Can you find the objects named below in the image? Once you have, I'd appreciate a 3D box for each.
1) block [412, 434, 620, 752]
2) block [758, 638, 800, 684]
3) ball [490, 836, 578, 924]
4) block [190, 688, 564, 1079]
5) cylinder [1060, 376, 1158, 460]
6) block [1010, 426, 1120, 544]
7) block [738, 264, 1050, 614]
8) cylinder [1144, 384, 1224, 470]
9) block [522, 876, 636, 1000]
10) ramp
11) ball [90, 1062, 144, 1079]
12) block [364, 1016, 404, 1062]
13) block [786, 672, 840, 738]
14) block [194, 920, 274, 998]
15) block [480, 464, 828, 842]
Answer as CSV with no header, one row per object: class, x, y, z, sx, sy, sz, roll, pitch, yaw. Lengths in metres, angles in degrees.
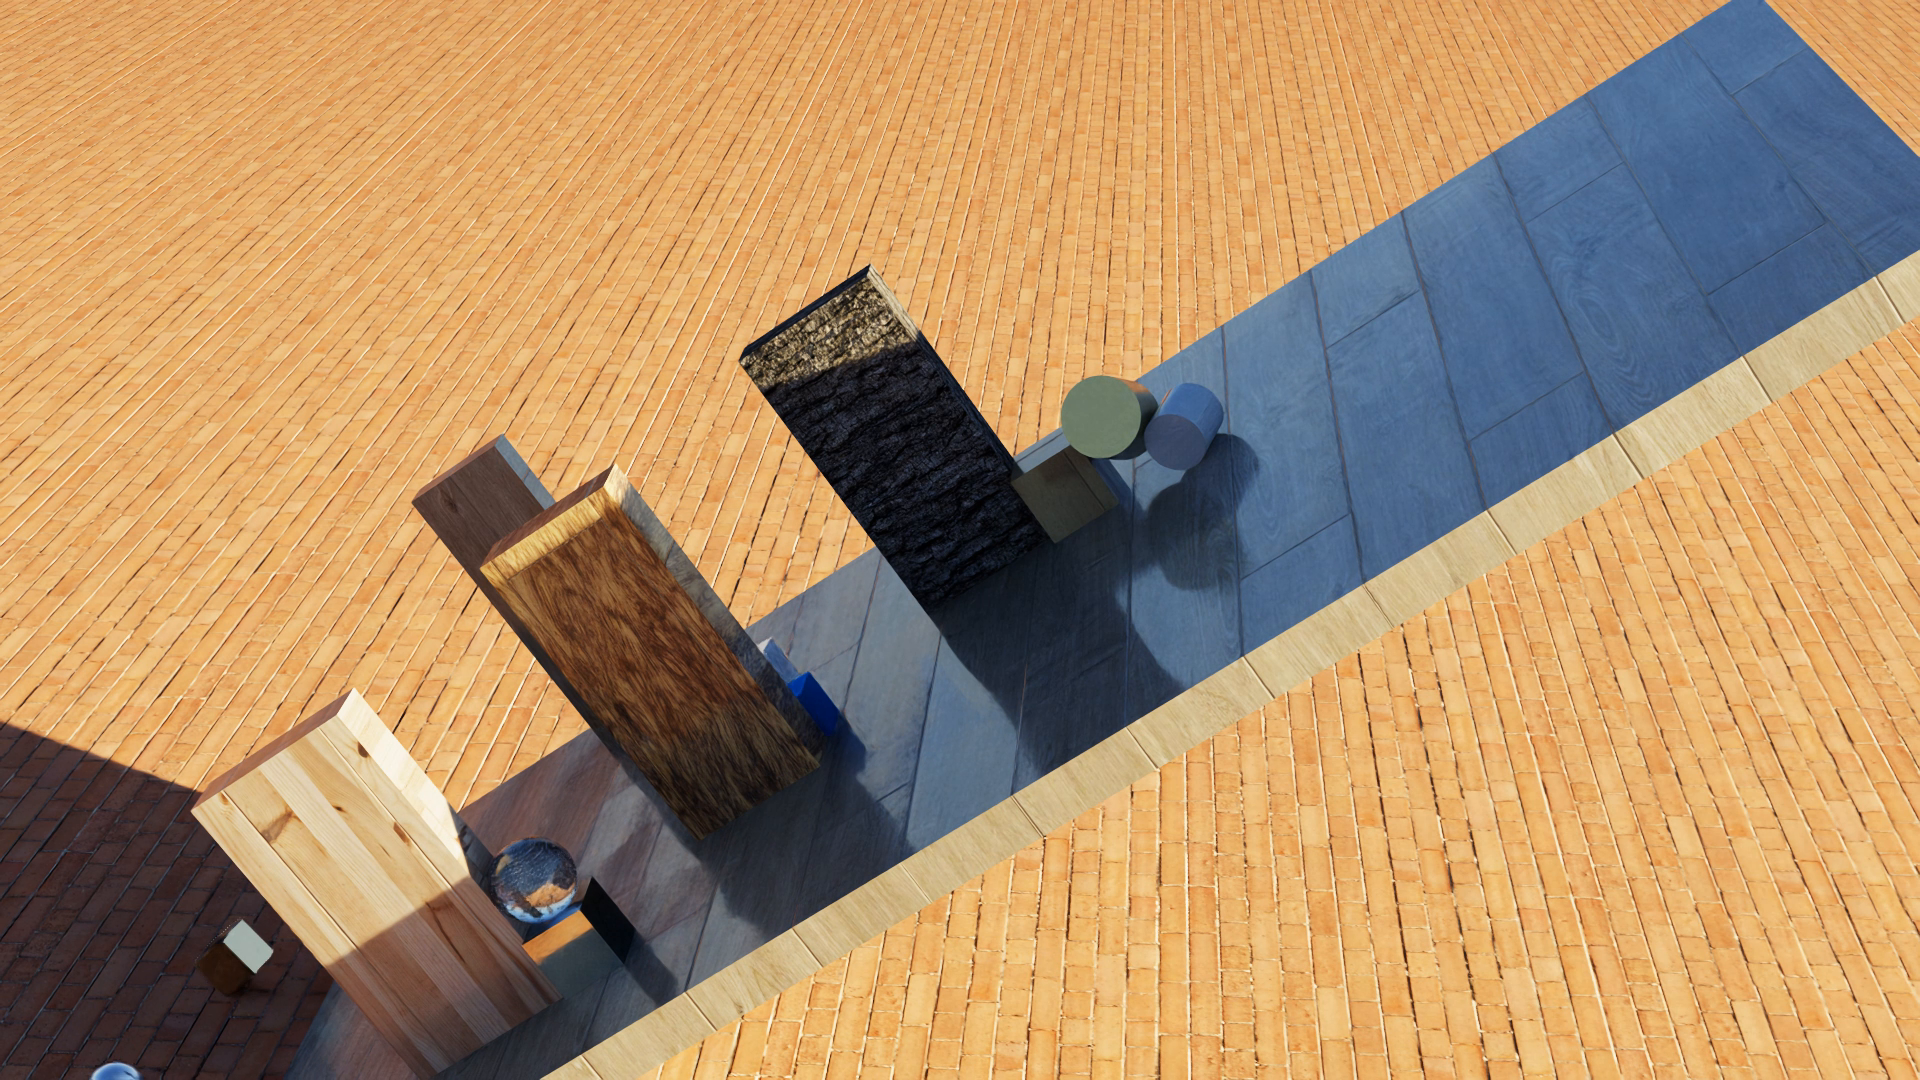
block,-0.980,0.134,7.160,0.258,0.793,0.092,-32,16,15
block,-0.458,0.361,6.525,0.174,0.174,0.174,-29,17,26
ball,-0.853,0.680,5.885,0.175,0.175,0.175,0,21,0
block,-1.156,0.705,5.955,0.382,0.743,0.130,-32,16,15
cylinder,0.327,-0.263,6.361,0.178,0.178,0.178,7,2,18
block,0.234,-0.133,6.481,0.171,0.171,0.171,-32,16,15
block,-0.132,-0.217,6.493,0.347,0.716,0.102,-32,16,15
cylinder,0.482,-0.245,6.332,0.138,0.138,0.138,8,34,19
block,-0.770,0.804,5.950,0.147,0.147,0.147,-32,16,14
ramp,0.136,0.174,6.306,4.000,0.100,2.000,-32,16,15
ball,-1.908,1.247,6.650,0.132,0.132,0.132,0,21,0
block,-1.178,1.001,6.285,0.134,0.134,0.134,-37,15,-2
block,-0.347,0.378,6.349,0.113,0.113,0.113,-32,16,17
block,-1.773,1.022,7.188,0.113,0.113,0.113,-39,9,23
block,-0.636,0.241,6.171,0.325,0.751,0.139,-32,16,15
